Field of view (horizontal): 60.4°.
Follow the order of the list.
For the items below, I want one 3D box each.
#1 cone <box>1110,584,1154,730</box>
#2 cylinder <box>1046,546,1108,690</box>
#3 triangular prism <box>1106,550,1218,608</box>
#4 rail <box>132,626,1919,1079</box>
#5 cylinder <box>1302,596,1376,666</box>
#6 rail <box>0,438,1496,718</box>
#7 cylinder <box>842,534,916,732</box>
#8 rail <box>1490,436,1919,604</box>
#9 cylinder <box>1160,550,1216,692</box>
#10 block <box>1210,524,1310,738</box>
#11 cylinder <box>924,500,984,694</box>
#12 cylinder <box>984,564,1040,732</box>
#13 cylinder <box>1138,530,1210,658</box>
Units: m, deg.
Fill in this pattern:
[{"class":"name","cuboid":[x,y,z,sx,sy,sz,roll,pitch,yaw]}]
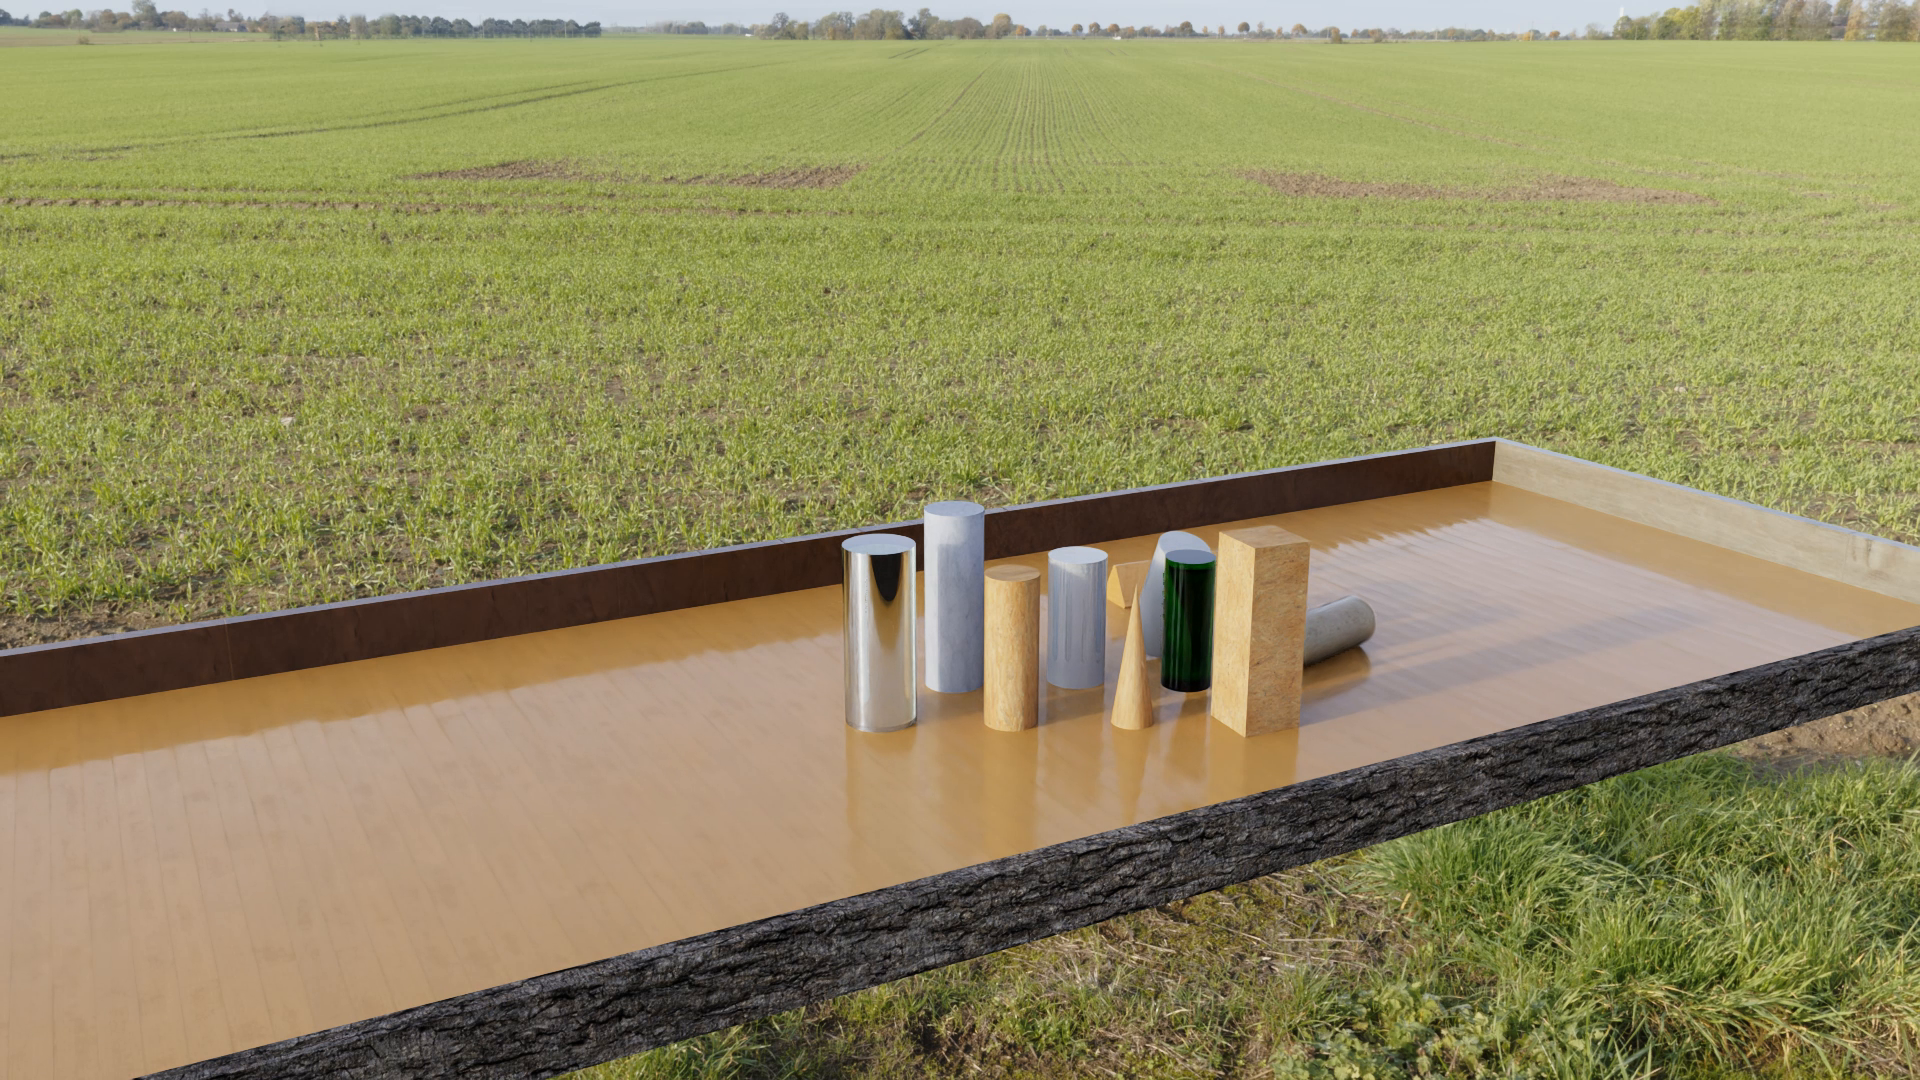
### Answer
[{"class":"cone","cuboid":[0.407,0.262,3.849,0.101,0.346,0.101,0,16,0]},{"class":"cylinder","cuboid":[0.291,0.193,4.119,0.146,0.326,0.146,0,16,0]},{"class":"triangular prism","cuboid":[0.649,0.098,4.817,0.456,0.110,0.127,-7,18,-24]},{"class":"rail","cuboid":[-2.336,1.006,1.665,12.000,0.150,0.050,-9,18,-27]},{"class":"cylinder","cuboid":[0.923,0.247,4.287,0.363,0.129,0.129,-15,22,-41]},{"class":"rail","cuboid":[-3.305,0.497,3.399,12.000,0.150,0.050,-9,18,-27]},{"class":"cylinder","cuboid":[-0.187,0.217,3.851,0.170,0.432,0.170,0,16,0]},{"class":"rail","cuboid":[2.466,-0.048,5.253,0.050,0.150,2.100,-9,18,-27]},{"class":"cylinder","cuboid":[0.565,0.200,4.087,0.124,0.332,0.124,0,16,0]},{"class":"block","cuboid":[0.696,0.210,3.833,0.148,0.455,0.148,-7,18,-23]},{"class":"cylinder","cuboid":[-0.014,0.140,4.077,0.148,0.452,0.148,0,16,0]},{"class":"cylinder","cuboid":[0.120,0.252,3.849,0.129,0.366,0.129,0,16,0]},{"class":"cylinder","cuboid":[0.540,0.141,4.271,0.139,0.311,0.139,9,36,-7]}]
